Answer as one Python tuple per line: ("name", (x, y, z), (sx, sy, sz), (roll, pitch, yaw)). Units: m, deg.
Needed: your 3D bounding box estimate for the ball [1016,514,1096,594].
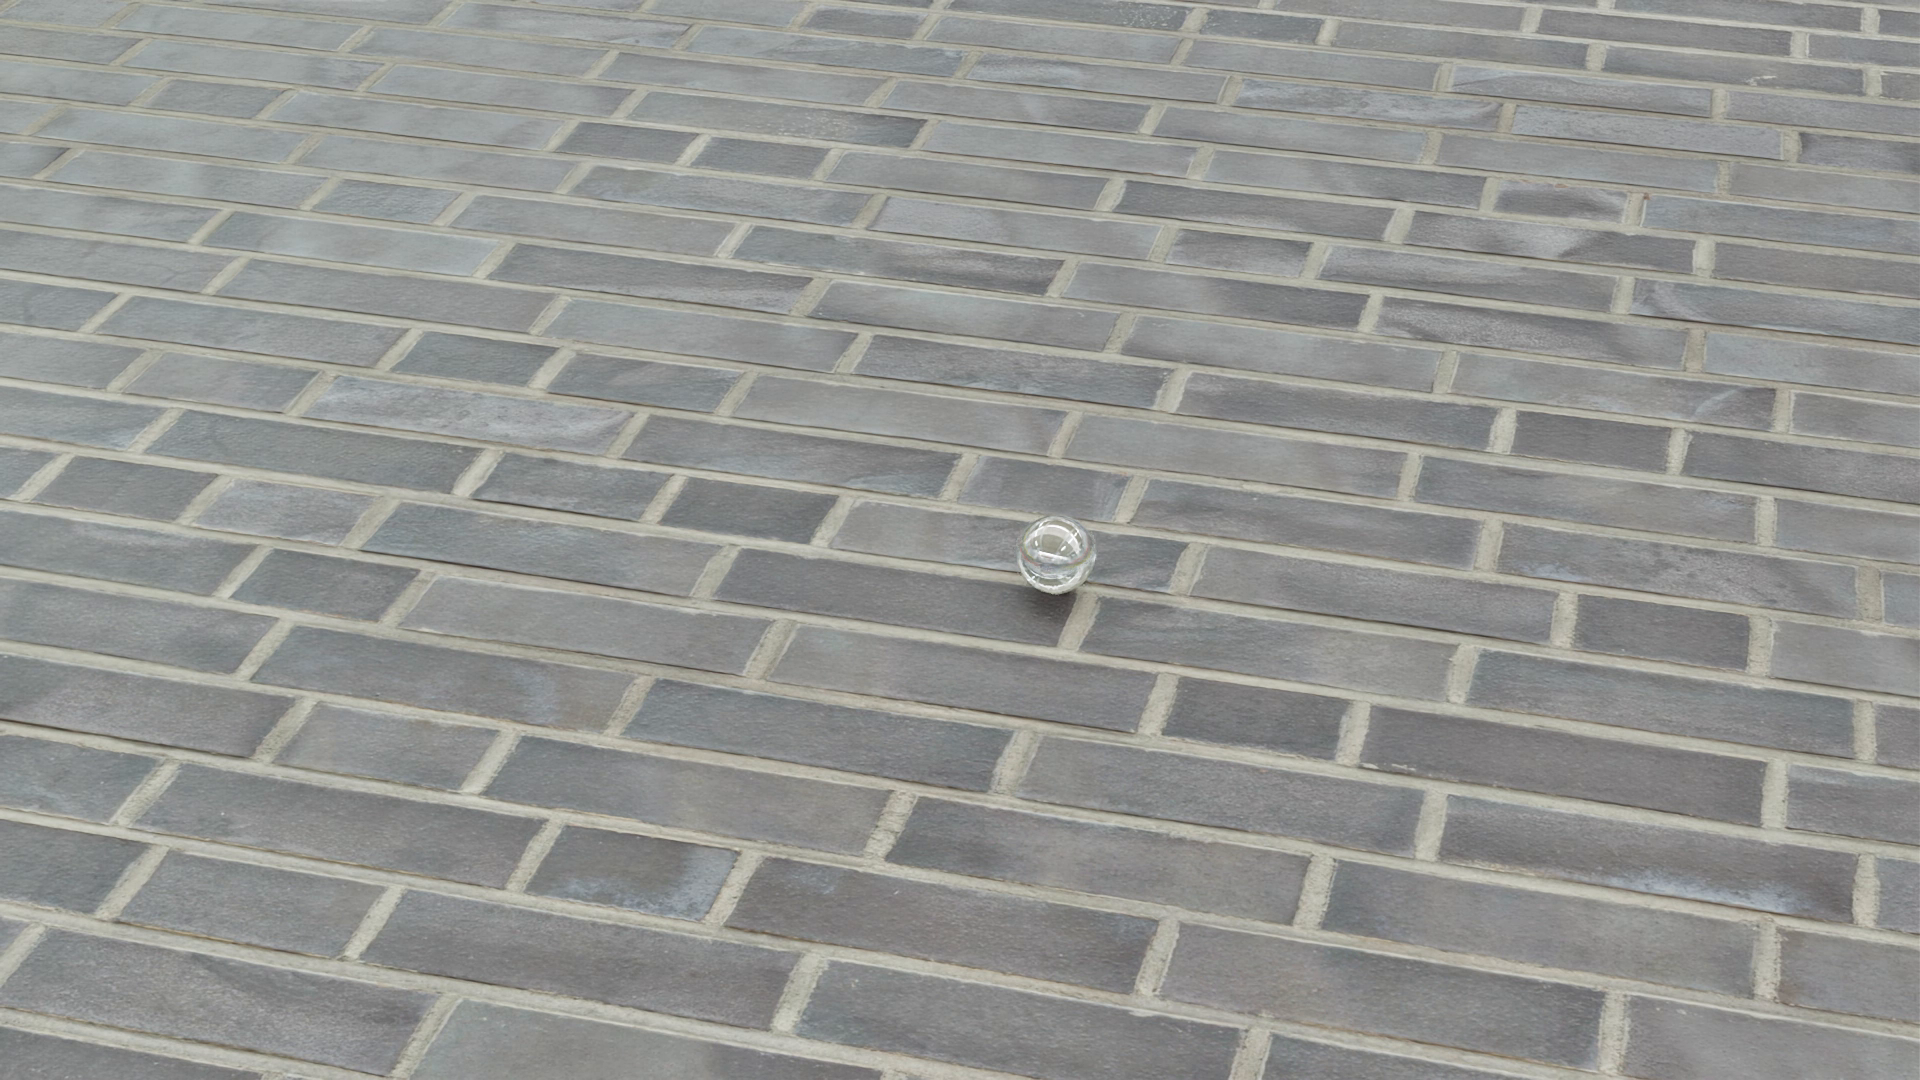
("ball", (0.052, 0.008, 1.583), (0.043, 0.043, 0.043), (0, 31, 0))
